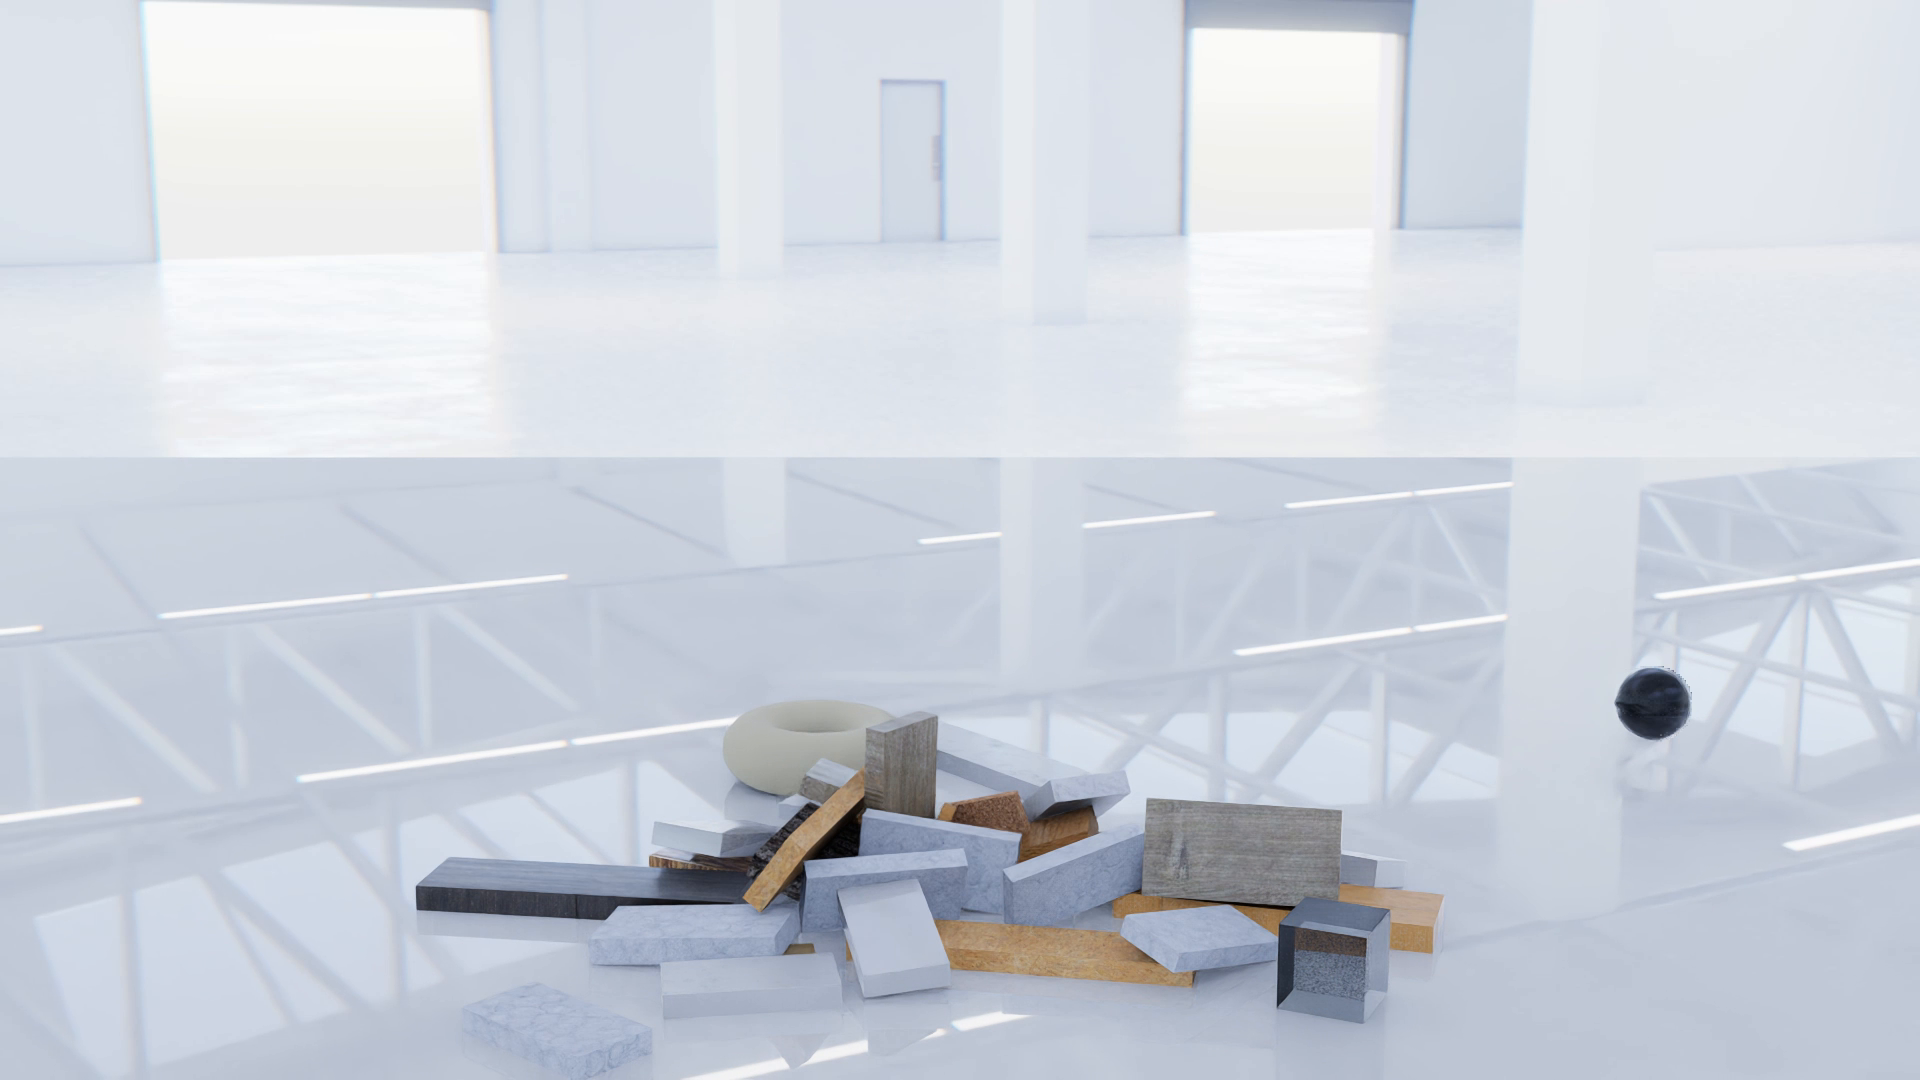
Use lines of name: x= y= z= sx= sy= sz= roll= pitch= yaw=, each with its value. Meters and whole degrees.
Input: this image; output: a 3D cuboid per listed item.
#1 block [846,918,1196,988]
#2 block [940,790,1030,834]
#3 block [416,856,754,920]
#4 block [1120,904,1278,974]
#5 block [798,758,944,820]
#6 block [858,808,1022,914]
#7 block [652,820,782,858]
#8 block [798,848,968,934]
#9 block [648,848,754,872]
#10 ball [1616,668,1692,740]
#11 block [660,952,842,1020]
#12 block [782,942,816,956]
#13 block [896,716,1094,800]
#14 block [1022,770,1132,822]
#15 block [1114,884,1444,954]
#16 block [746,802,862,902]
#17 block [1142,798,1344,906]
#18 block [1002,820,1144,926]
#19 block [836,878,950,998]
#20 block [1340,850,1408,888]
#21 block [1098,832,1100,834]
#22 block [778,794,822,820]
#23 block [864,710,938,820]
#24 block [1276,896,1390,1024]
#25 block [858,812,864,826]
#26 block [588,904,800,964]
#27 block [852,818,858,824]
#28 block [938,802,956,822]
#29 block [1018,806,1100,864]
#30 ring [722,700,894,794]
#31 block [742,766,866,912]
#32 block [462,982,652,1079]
block: x=0.097 y=0.628 z=3.372 sx=0.530 sy=0.033 sz=0.118 roll=2 pitch=11 yaw=11
block: x=0.043 y=0.472 z=3.724 sx=0.144 sy=0.072 sz=0.020 roll=-14 pitch=9 yaw=28
block: x=-0.613 y=0.578 z=3.620 sx=0.533 sy=0.042 sz=0.147 roll=2 pitch=11 yaw=8
block: x=0.367 y=0.603 z=3.333 sx=0.236 sy=0.033 sz=0.118 roll=4 pitch=18 yaw=-42
block: x=-0.140 y=0.472 z=3.944 sx=0.277 sy=0.039 sz=0.139 roll=20 pitch=9 yaw=6
block: x=-0.036 y=0.525 z=3.582 sx=0.258 sy=0.129 sz=0.037 roll=8 pitch=15 yaw=8
block: x=-0.391 y=0.512 z=3.780 sx=0.139 sy=0.039 sz=0.277 roll=6 pitch=-3 yaw=28
block: x=-0.123 y=0.557 z=3.490 sx=0.257 sy=0.129 sz=0.036 roll=-2 pitch=40 yaw=-13
block: x=-0.417 y=0.557 z=3.768 sx=0.209 sy=0.030 sz=0.104 roll=6 pitch=12 yaw=29
ball: x=1.447 y=0.342 z=4.592 sx=0.152 sy=0.152 sz=0.152 roll=0 pitch=11 yaw=0
block: x=-0.308 y=0.653 z=3.228 sx=0.257 sy=0.036 sz=0.129 roll=-2 pitch=11 yaw=-9
block: x=-0.280 y=0.638 z=3.366 sx=0.116 sy=0.016 sz=0.058 roll=-2 pitch=11 yaw=-9
block: x=0.039 y=0.436 z=4.390 sx=0.139 sy=0.039 sz=0.600 roll=-8 pitch=13 yaw=-37
block: x=0.173 y=0.469 z=3.808 sx=0.141 sy=0.040 sz=0.283 roll=-4 pitch=-22 yaw=-22
block: x=0.513 y=0.590 z=3.547 sx=0.509 sy=0.044 sz=0.154 roll=3 pitch=11 yaw=18
block: x=-0.241 y=0.534 z=3.714 sx=0.147 sy=0.042 sz=0.294 roll=25 pitch=15 yaw=9
block: x=0.448 y=0.496 z=3.494 sx=0.309 sy=0.154 sz=0.044 roll=2 pitch=-5 yaw=12
block: x=0.181 y=0.538 z=3.489 sx=0.236 sy=0.118 sz=0.033 roll=-17 pitch=37 yaw=-21
block: x=-0.103 y=0.601 z=3.337 sx=0.129 sy=0.037 sz=0.258 roll=-6 pitch=21 yaw=-10
block: x=0.580 y=0.538 z=3.714 sx=0.309 sy=0.044 sz=0.154 roll=6 pitch=-5 yaw=30
block: x=0.363 y=0.516 z=3.718 sx=0.360 sy=0.020 sz=0.072 roll=-6 pitch=-27 yaw=45
block: x=-0.234 y=0.476 z=4.039 sx=0.104 sy=0.030 sz=0.209 roll=5 pitch=12 yaw=26
block: x=-0.100 y=0.441 z=3.695 sx=0.040 sy=0.283 sz=0.141 roll=11 pitch=15 yaw=36
block: x=0.545 y=0.610 z=3.205 sx=0.129 sy=0.129 sz=0.129 roll=5 pitch=12 yaw=25
block: x=-0.153 y=0.508 z=3.876 sx=0.058 sy=0.016 sz=0.116 roll=21 pitch=-16 yaw=2
block: x=-0.408 y=0.608 z=3.395 sx=0.294 sy=0.042 sz=0.147 roll=-3 pitch=10 yaw=11
block: x=-0.188 y=0.503 z=4.054 sx=0.209 sy=0.030 sz=0.104 roll=-2 pitch=11 yaw=-10
block: x=-0.046 y=0.509 z=3.684 sx=0.020 sy=0.144 sz=0.072 roll=25 pitch=-6 yaw=2
block: x=0.089 y=0.522 z=3.685 sx=0.283 sy=0.040 sz=0.141 roll=-17 pitch=8 yaw=10
ring: x=-0.280 y=0.407 z=4.320 sx=0.373 sy=0.124 sz=0.373 roll=1 pitch=11 yaw=0
block: x=-0.225 y=0.472 z=3.609 sx=0.037 sy=0.129 sz=0.485 roll=38 pitch=17 yaw=5
block: x=-0.563 y=0.683 z=3.067 sx=0.257 sy=0.036 sz=0.129 roll=9 pitch=14 yaw=41
